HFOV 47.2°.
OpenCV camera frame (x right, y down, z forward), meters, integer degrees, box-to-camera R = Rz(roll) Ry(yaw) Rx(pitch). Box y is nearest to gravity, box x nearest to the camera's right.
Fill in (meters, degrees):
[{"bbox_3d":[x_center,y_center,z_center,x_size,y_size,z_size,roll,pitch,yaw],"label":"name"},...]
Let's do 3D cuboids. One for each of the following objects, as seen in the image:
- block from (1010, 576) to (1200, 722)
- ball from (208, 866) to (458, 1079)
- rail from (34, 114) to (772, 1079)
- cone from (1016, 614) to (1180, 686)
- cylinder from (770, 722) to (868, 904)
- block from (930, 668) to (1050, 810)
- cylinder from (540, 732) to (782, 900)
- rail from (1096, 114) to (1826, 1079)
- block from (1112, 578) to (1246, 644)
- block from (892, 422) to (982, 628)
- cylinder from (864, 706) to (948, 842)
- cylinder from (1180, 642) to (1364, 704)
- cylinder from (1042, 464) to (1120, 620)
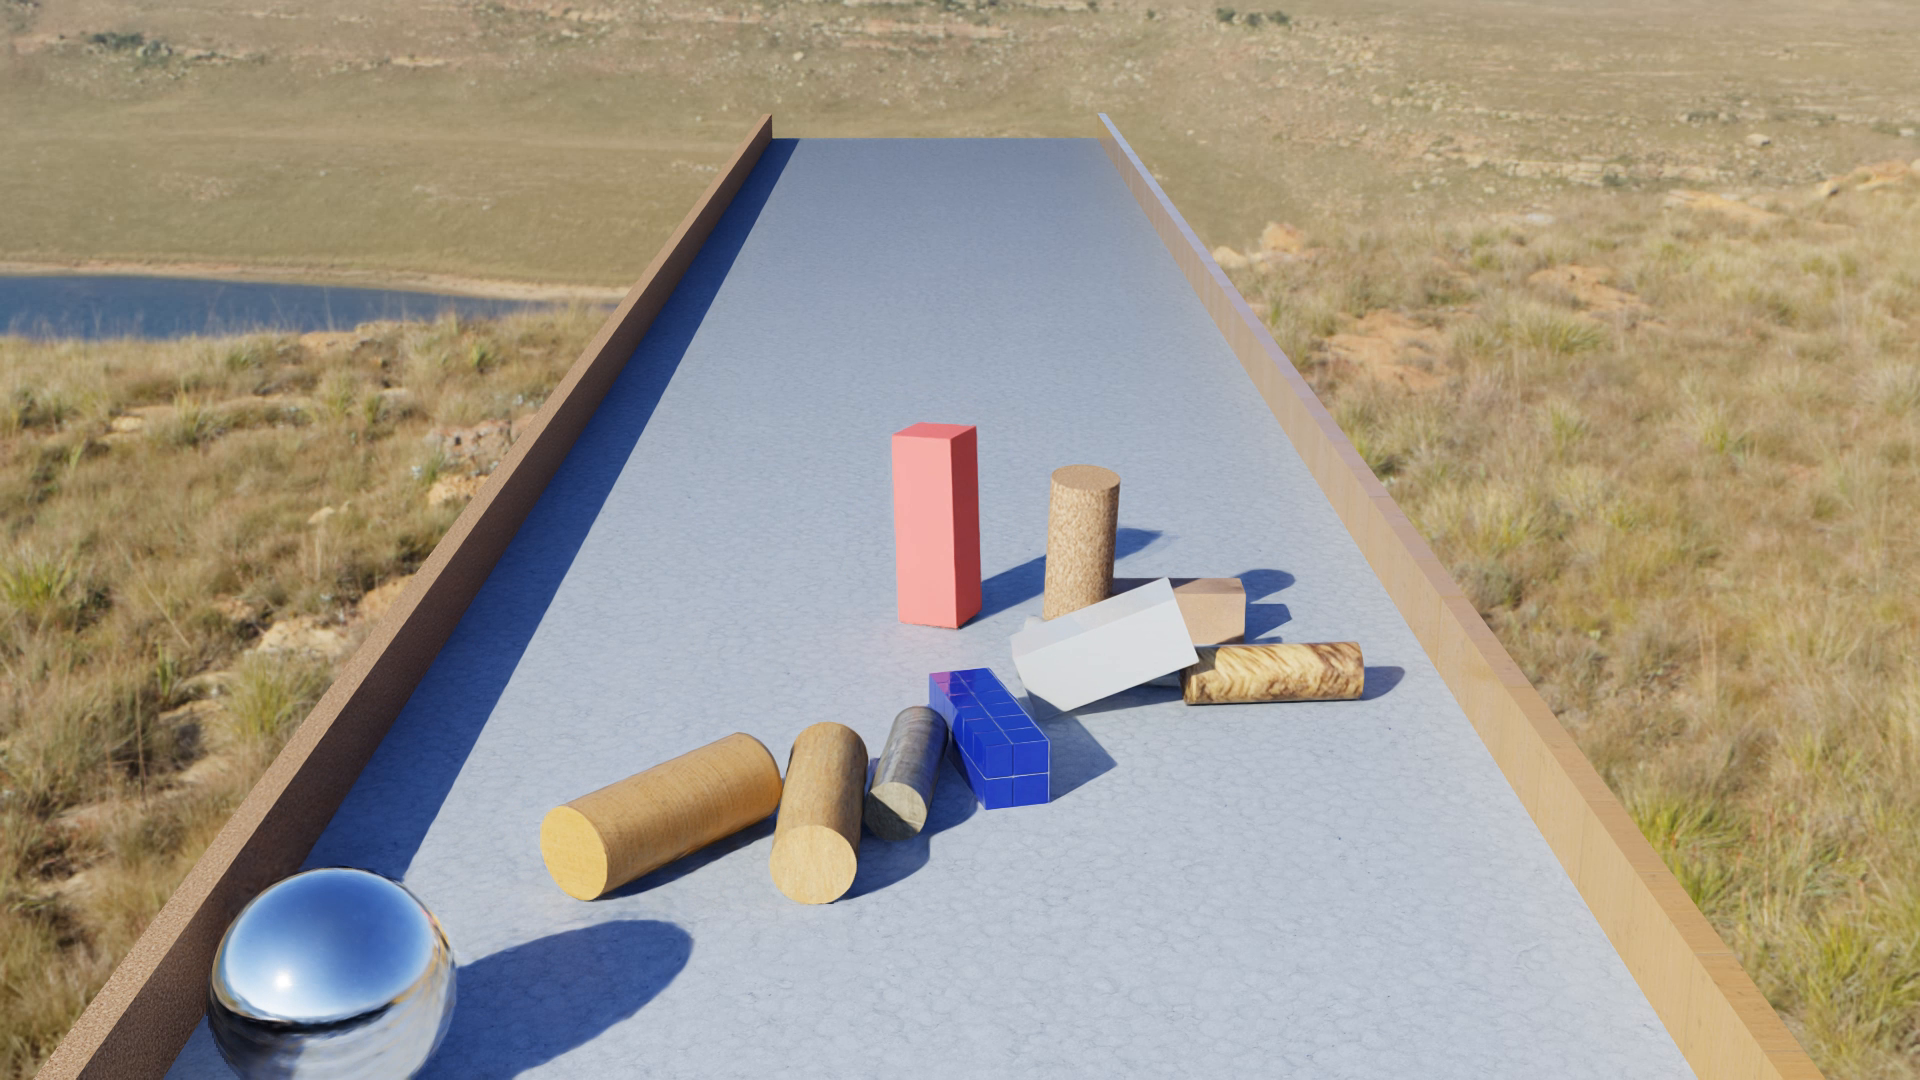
[{"bbox_3d":[0.269,0.203,4.123,0.318,0.133,0.133,-21,16,5],"label":"block"},{"bbox_3d":[-0.793,0.567,2.787,0.305,0.305,0.305,0,17,0],"label":"ball"},{"bbox_3d":[-1.118,-0.838,7.780,0.050,0.150,12.000,0,17,-1],"label":"rail"},{"bbox_3d":[0.334,0.249,4.278,0.433,0.128,0.128,11,18,8],"label":"cone"},{"bbox_3d":[-0.223,0.432,3.541,0.132,0.132,0.427,0,17,0],"label":"cylinder"},{"bbox_3d":[0.048,0.345,3.868,0.114,0.114,0.373,-5,17,-15],"label":"block"},{"bbox_3d":[-0.470,0.435,3.501,0.151,0.151,0.387,13,21,36],"label":"cylinder"},{"bbox_3d":[0.932,-0.844,7.801,0.050,0.150,12.000,0,17,-1],"label":"rail"},{"bbox_3d":[0.384,0.146,4.546,0.396,0.108,0.108,0,17,1],"label":"block"},{"bbox_3d":[-0.047,-0.033,4.618,0.133,0.403,0.133,5,16,24],"label":"block"},{"bbox_3d":[-0.088,0.391,3.730,0.104,0.104,0.348,2,17,5],"label":"cylinder"},{"bbox_3d":[0.592,0.253,4.184,0.331,0.110,0.110,-1,17,-5],"label":"cylinder"},{"bbox_3d":[0.237,0.053,4.351,0.135,0.383,0.135,2,24,-1],"label":"cylinder"}]
